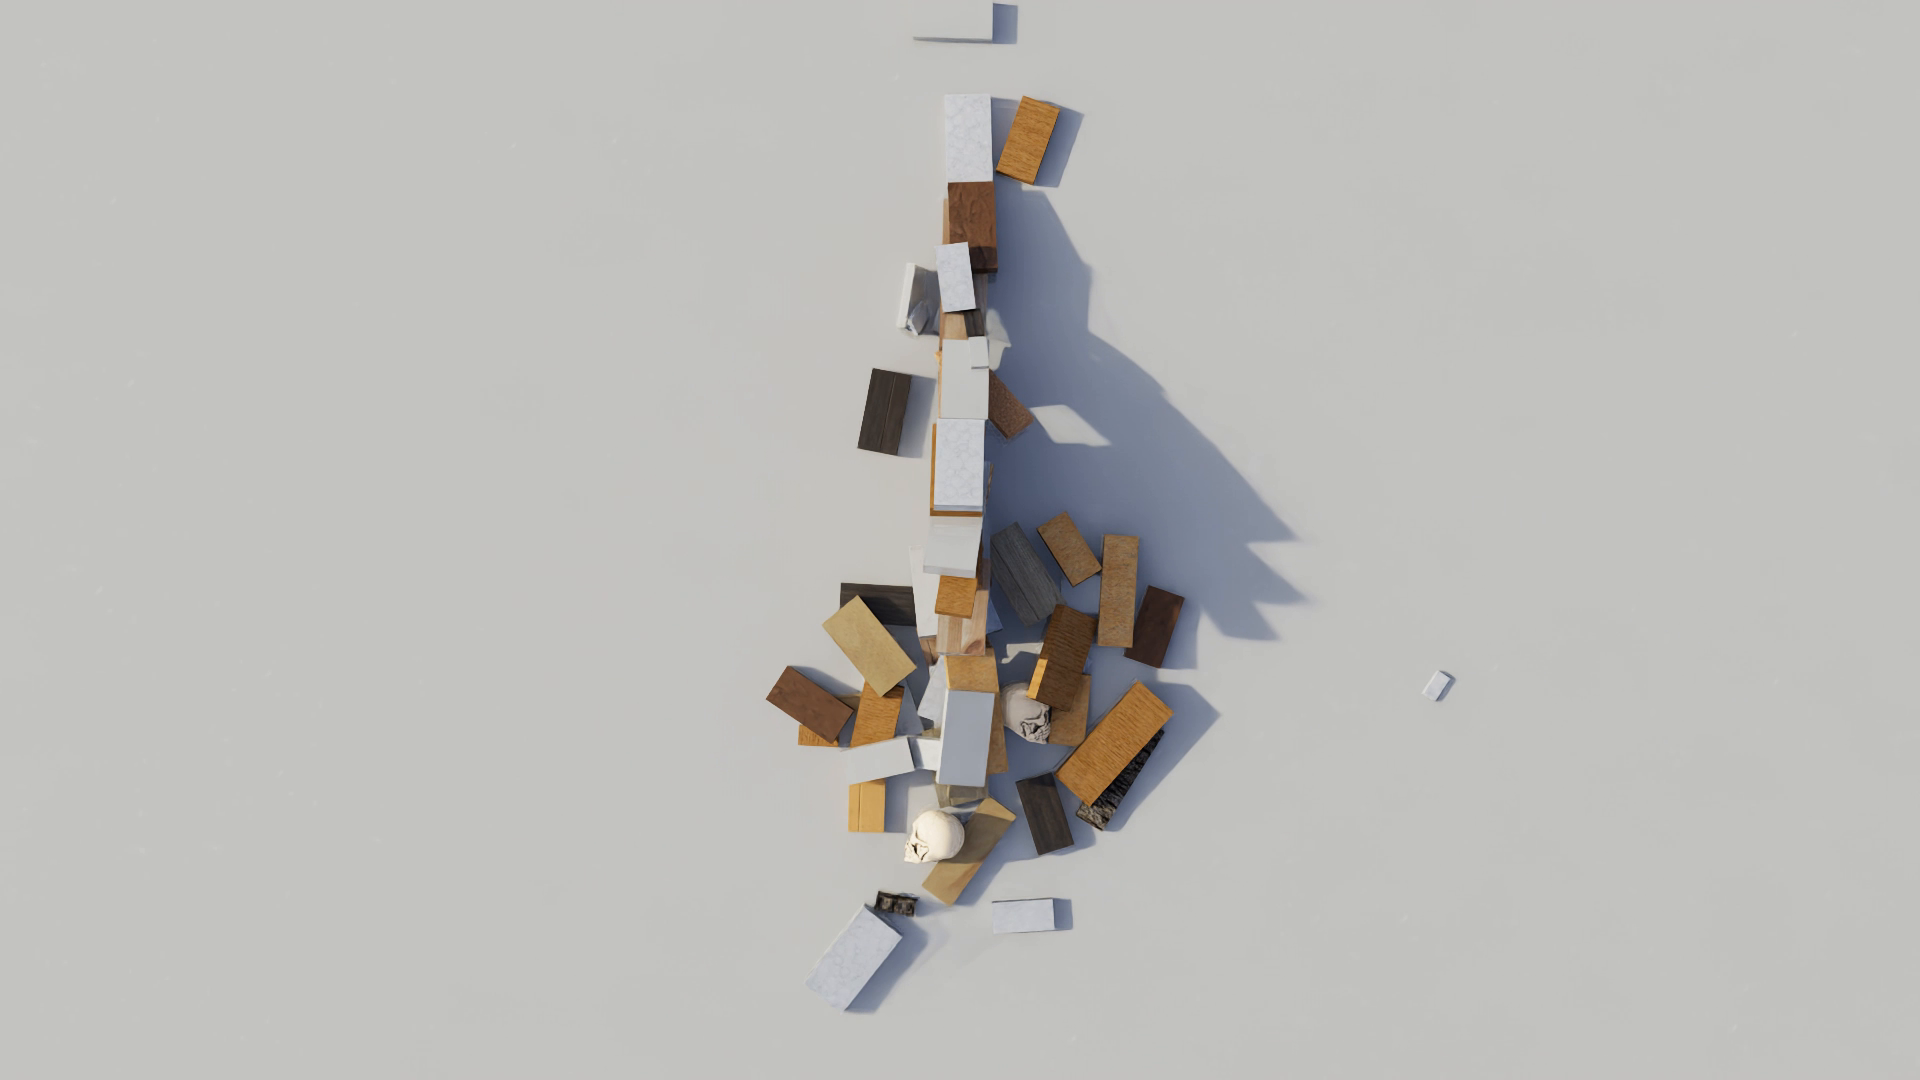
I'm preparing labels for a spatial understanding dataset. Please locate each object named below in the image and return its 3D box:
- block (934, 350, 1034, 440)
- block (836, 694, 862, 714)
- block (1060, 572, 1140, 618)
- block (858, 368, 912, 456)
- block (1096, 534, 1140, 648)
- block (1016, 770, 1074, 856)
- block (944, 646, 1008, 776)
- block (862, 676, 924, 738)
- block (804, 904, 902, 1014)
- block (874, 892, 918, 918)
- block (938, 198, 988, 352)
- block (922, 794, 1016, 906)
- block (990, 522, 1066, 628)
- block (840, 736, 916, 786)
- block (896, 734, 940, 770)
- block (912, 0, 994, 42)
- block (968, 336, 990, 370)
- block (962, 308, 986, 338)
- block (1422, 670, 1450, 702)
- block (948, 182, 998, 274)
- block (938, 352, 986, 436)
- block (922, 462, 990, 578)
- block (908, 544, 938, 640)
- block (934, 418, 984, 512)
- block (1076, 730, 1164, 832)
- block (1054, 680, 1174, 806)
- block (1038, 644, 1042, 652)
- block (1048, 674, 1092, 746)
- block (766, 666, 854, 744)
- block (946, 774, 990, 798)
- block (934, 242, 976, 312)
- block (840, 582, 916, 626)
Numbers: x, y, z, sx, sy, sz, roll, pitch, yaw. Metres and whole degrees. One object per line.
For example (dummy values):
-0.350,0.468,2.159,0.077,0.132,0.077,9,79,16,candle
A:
0.077,-0.495,5.345,0.107,0.030,0.385,-35,70,-15,block
-0.375,0.547,5.491,0.133,0.019,0.067,-4,90,0,block
0.462,0.182,5.482,0.254,0.036,0.126,5,90,0,block
-0.251,-0.425,5.481,0.131,0.037,0.271,11,90,0,block
0.522,0.168,5.448,0.113,0.032,0.368,4,90,0,block
0.282,0.907,5.482,0.126,0.036,0.251,-17,90,0,block
0.052,0.560,5.362,0.160,0.045,0.413,-8,96,-11,block
-0.225,0.532,5.481,0.133,0.038,0.266,-20,90,0,block
-0.355,1.391,5.477,0.163,0.046,0.326,38,90,0,block
-0.213,1.210,5.474,0.133,0.019,0.067,12,123,0,block
0.015,-0.871,5.421,0.153,0.043,0.517,2,77,0,block
0.030,1.031,5.483,0.119,0.034,0.373,36,90,0,block
0.203,0.116,5.447,0.160,0.045,0.319,-32,89,2,block
-0.271,0.723,5.408,0.227,0.032,0.113,-13,96,4,block
-0.114,0.698,5.408,0.203,0.029,0.102,2,102,28,block
-0.023,-1.729,5.481,0.263,0.037,0.131,1,90,0,block
0.060,-0.599,5.272,0.057,0.016,0.114,-4,62,-2,block
0.045,-0.698,5.330,0.057,0.016,0.114,-7,56,-2,block
1.587,0.487,5.493,0.046,0.013,0.093,34,90,0,block
0.041,-1.025,5.412,0.153,0.043,0.305,-2,77,-1,block
0.007,-0.469,5.283,0.149,0.042,0.298,0,62,0,block
-0.009,-0.074,5.151,0.163,0.046,0.410,6,57,4,block
-0.075,0.165,5.420,0.154,0.044,0.308,-6,73,0,block
-0.001,-0.234,5.121,0.149,0.042,0.298,2,66,0,block
0.532,0.776,5.486,0.102,0.029,0.392,32,90,0,block
0.508,0.671,5.447,0.154,0.044,0.418,42,90,-2,block
0.301,0.385,5.493,0.046,0.013,0.093,-35,90,0,block
0.364,0.562,5.483,0.119,0.034,0.239,6,90,0,block
-0.496,0.545,5.466,0.266,0.038,0.133,33,90,7,block
0.033,0.716,5.420,0.131,0.037,0.262,3,97,-12,block
-0.015,-0.850,5.343,0.107,0.030,0.214,-7,95,0,block
-0.268,0.214,5.481,0.262,0.037,0.131,3,90,0,block
